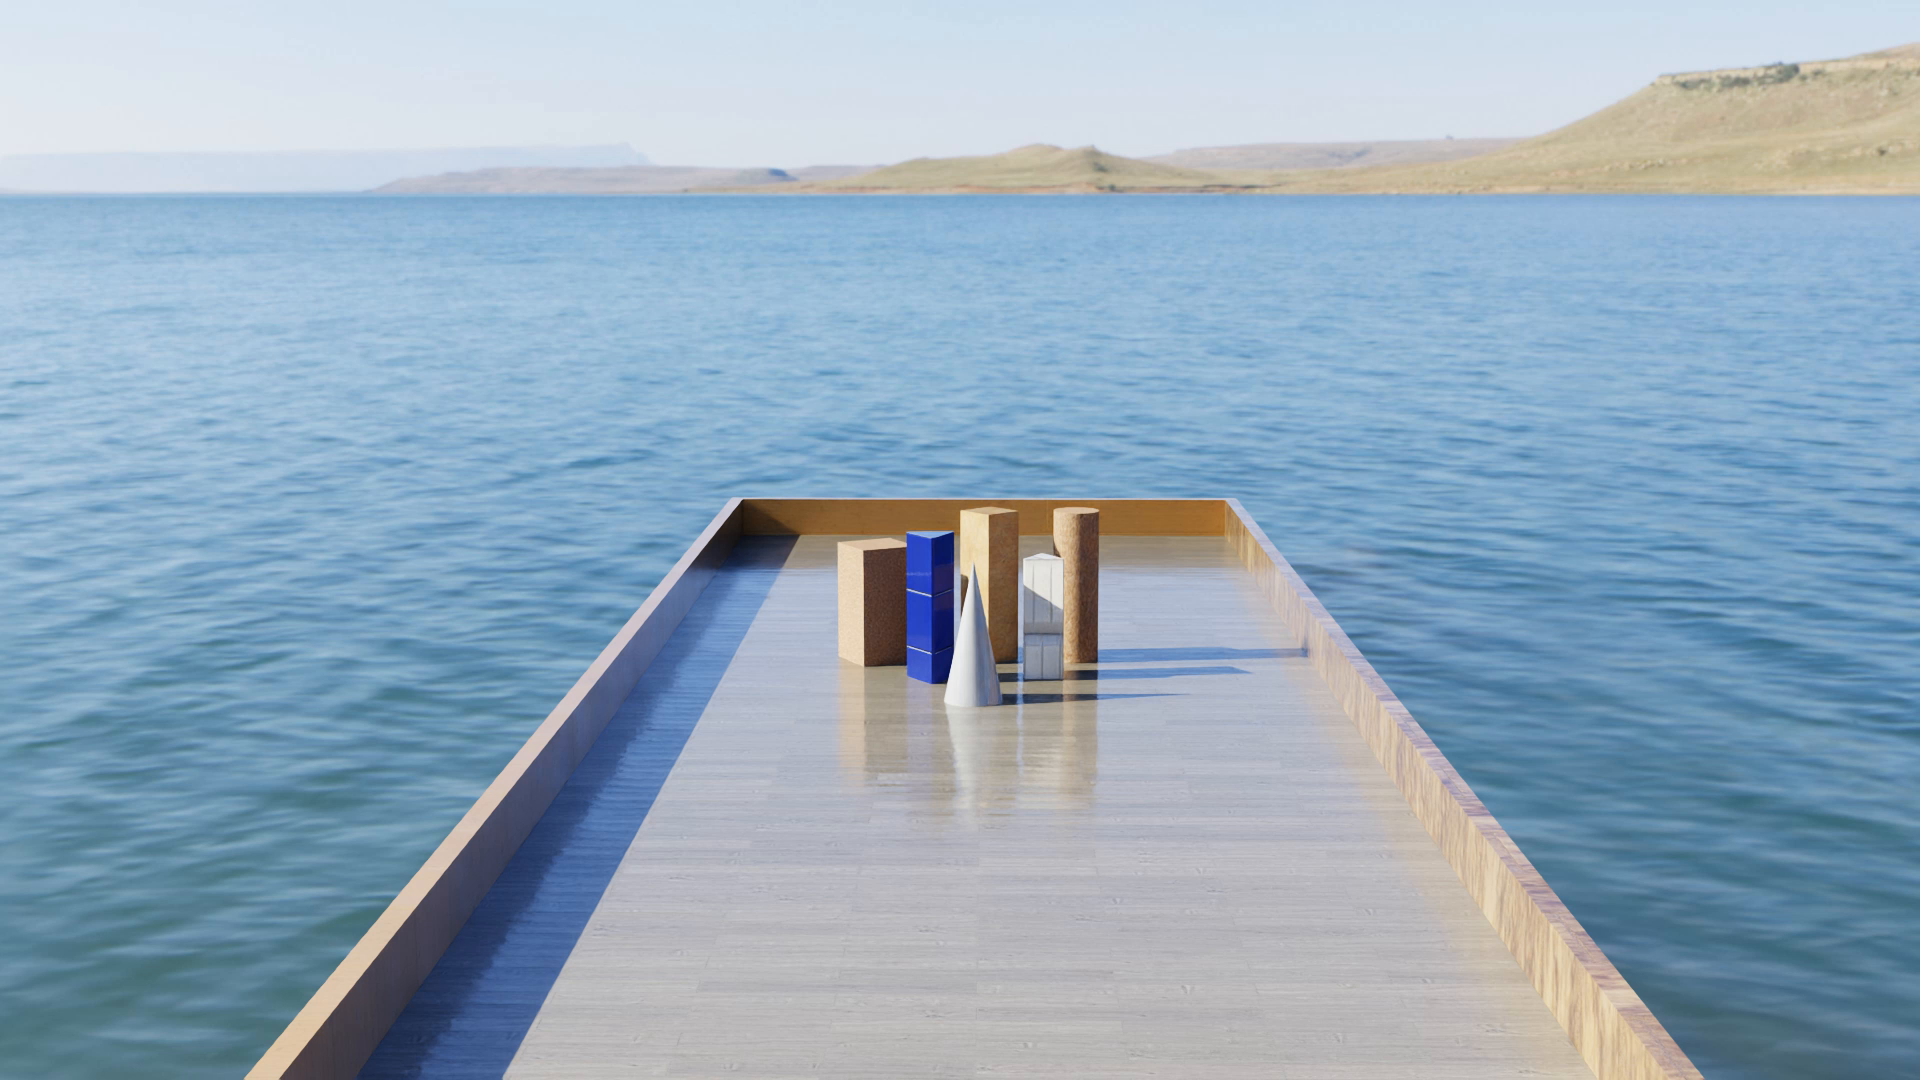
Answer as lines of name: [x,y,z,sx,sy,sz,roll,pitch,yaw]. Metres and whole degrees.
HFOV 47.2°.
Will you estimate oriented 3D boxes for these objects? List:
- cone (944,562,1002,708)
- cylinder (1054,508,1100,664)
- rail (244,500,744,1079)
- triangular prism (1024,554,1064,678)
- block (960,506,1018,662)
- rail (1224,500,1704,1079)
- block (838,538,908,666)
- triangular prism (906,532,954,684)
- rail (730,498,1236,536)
cone: [0.038,0.252,6.140,0.165,0.399,0.165,0,9,0]
cylinder: [0.352,0.136,6.686,0.137,0.458,0.137,0,9,0]
rail: [-1.004,0.839,3.234,0.050,0.150,12.000,0,9,1]
triangular prism: [0.243,0.223,6.468,0.116,0.356,0.100,0,9,-1]
block: [0.090,0.136,6.690,0.124,0.456,0.124,-8,12,-41]
rail: [1.046,0.843,3.208,0.050,0.150,12.000,0,9,1]
block: [-0.252,0.187,6.695,0.177,0.354,0.177,-5,10,-28]
triangular prism: [-0.067,0.192,6.426,0.119,0.430,0.137,-6,11,-34]
rail: [0.099,-0.098,9.147,2.100,0.150,0.050,0,9,1]
